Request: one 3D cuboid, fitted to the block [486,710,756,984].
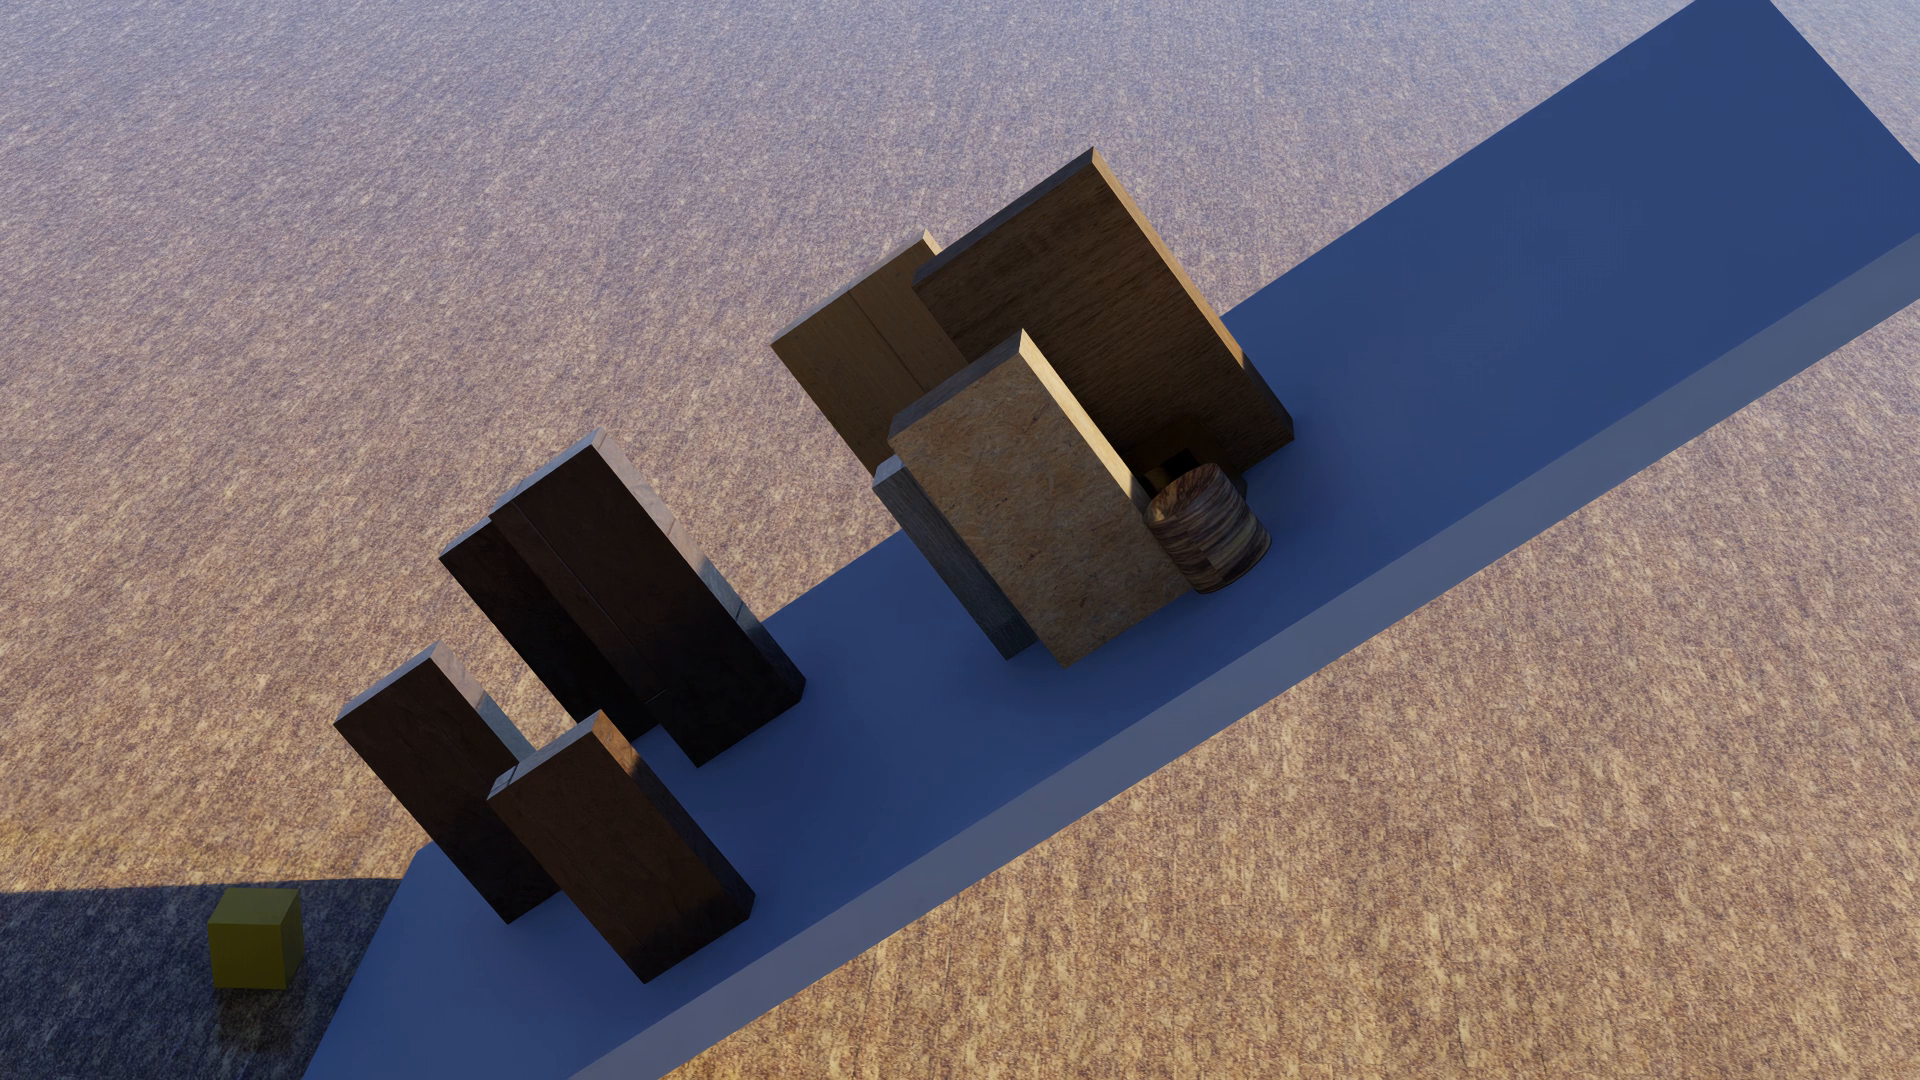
[{"bbox_3d":[-0.659,0.602,5.746,0.264,0.492,0.098,-33,16,16],"label":"block"}]

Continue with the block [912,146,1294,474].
[{"bbox_3d":[0.296,-0.381,6.019,0.447,0.711,0.127,-33,16,16],"label":"block"}]

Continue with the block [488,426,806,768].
[{"bbox_3d":[-0.705,0.135,6.681,0.300,0.761,0.119,-33,16,16],"label":"block"}]

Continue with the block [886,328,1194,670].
[{"bbox_3d":[0.162,-0.076,5.693,0.311,0.579,0.143,-33,16,16],"label":"block"}]

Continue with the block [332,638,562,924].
[{"bbox_3d":[-1.096,0.549,6.641,0.288,0.616,0.103,-33,16,16],"label":"block"}]

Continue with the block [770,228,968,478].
[{"bbox_3d":[-0.072,-0.343,6.875,0.444,0.635,0.084,-33,16,16],"label":"block"}]

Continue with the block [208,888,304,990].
[{"bbox_3d":[-1.753,0.992,7.330,0.181,0.181,0.181,1,22,3],"label":"block"}]

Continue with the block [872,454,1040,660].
[{"bbox_3d":[0.121,-0.057,5.952,0.394,0.460,0.129,-33,16,16],"label":"block"}]

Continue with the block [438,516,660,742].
[{"bbox_3d":[-0.963,0.206,7.249,0.271,0.657,0.092,-33,16,16],"label":"block"}]

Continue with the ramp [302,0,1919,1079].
[{"bbox_3d":[0.132,0.177,6.315,4.000,0.100,2.000,-33,16,16],"label":"ramp"}]

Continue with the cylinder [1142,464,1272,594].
[{"bbox_3d":[0.471,-0.022,5.604,0.177,0.177,0.177,-35,16,11],"label":"cylinder"}]

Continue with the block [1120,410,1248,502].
[{"bbox_3d":[0.436,-0.099,5.876,0.192,0.192,0.192,-32,16,20],"label":"block"}]
